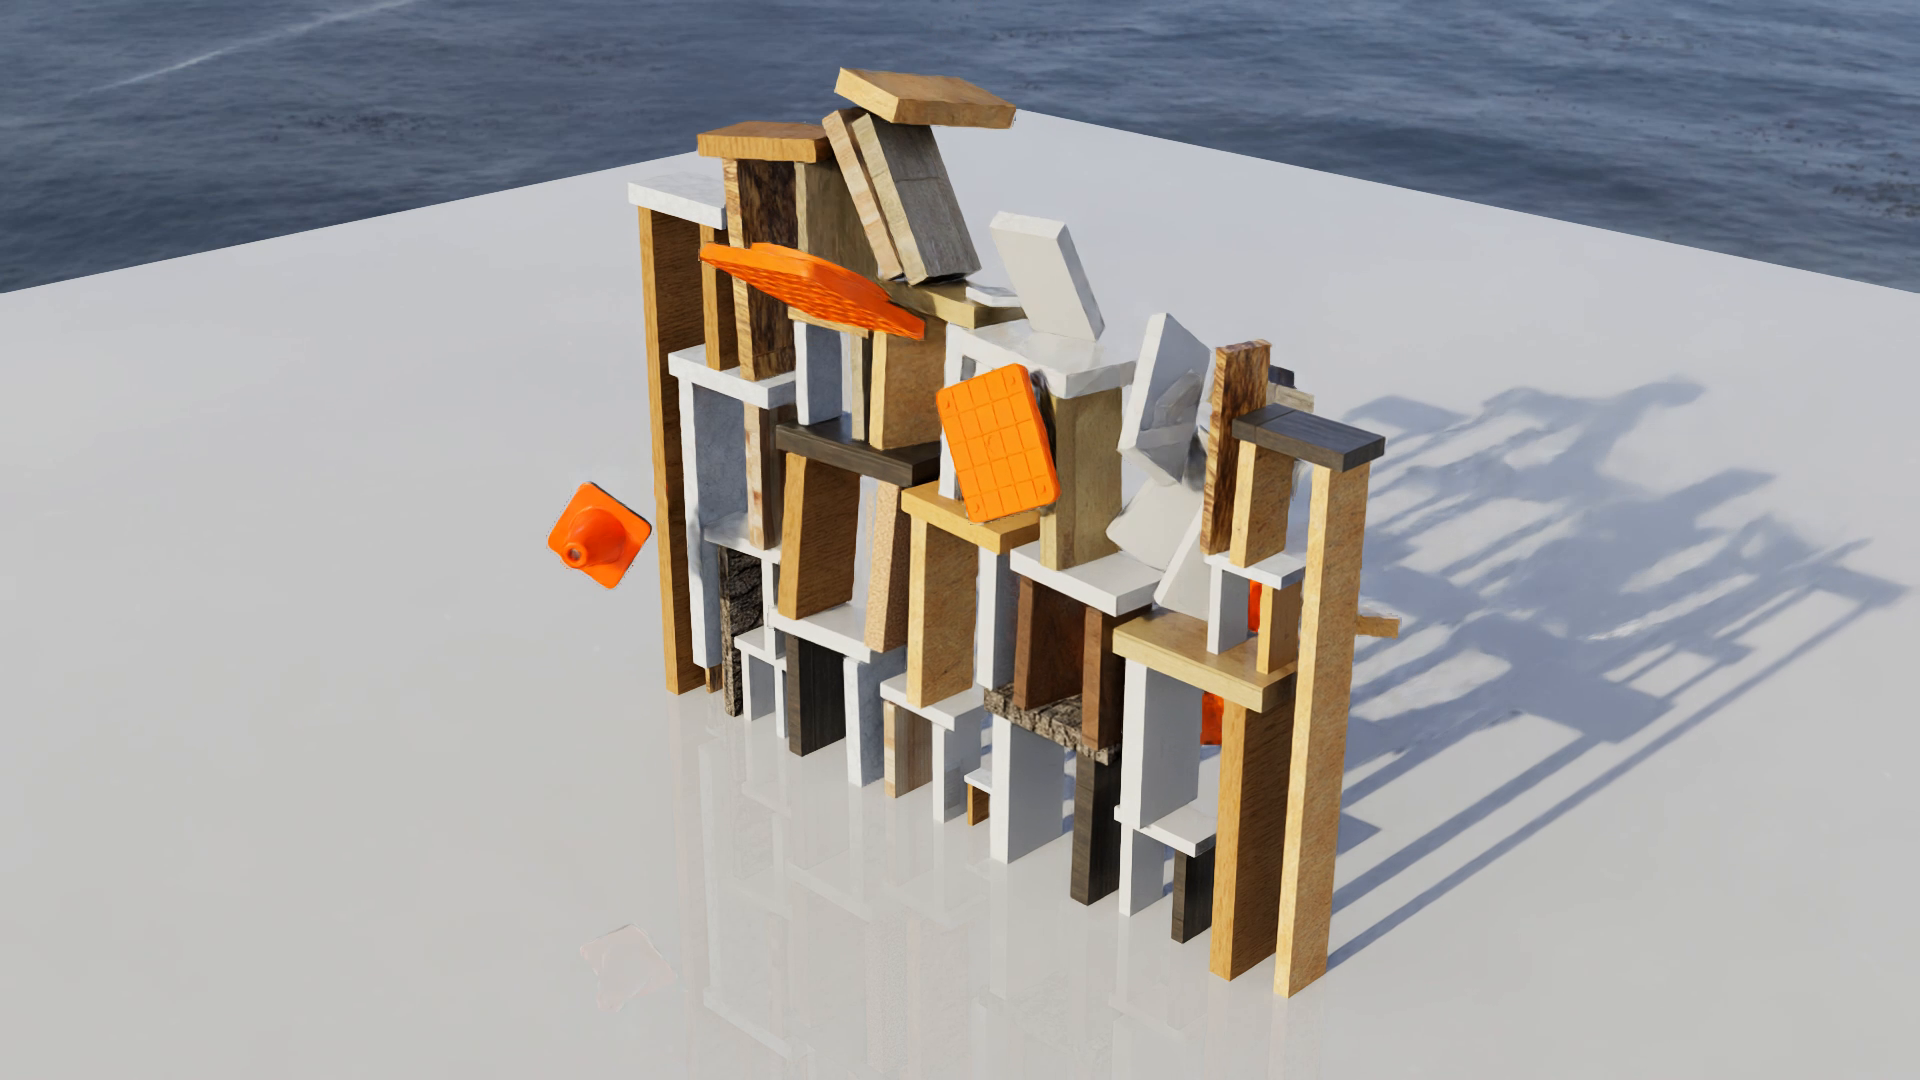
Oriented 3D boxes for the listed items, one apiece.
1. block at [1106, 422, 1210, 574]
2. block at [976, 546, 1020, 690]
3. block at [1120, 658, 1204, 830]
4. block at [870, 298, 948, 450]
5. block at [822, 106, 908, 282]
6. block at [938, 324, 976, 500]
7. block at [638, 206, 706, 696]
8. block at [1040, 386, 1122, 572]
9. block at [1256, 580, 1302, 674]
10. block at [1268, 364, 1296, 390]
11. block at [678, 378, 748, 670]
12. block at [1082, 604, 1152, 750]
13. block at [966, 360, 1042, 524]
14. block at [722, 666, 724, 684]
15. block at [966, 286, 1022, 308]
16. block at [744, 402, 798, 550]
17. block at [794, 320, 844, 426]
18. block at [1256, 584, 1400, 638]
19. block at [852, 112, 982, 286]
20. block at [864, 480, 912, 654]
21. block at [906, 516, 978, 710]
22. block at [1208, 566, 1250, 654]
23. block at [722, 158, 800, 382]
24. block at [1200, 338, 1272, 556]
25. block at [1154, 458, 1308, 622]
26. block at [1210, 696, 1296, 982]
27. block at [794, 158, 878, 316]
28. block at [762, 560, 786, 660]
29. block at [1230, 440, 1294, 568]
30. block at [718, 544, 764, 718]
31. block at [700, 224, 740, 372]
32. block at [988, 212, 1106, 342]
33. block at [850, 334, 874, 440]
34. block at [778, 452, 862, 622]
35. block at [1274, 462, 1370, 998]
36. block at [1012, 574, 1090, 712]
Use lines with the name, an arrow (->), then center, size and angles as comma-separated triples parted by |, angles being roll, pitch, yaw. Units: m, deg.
block -> 0.389, -0.071, 3.909 | 0.127, 0.255, 0.036 | 34, 15, -18
block -> 0.101, 0.127, 4.167 | 0.144, 0.288, 0.041 | -20, 31, -41
block -> 0.366, 0.343, 3.972 | 0.047, 0.330, 0.165 | 22, 31, 40
block -> -0.100, -0.330, 4.302 | 0.146, 0.292, 0.041 | -11, 24, -36
block -> -0.136, -0.667, 4.208 | 0.047, 0.330, 0.165 | -22, -1, 40
block -> 0.037, -0.248, 4.145 | 0.146, 0.328, 0.041 | -11, 21, -41
block -> -0.595, -0.191, 4.784 | 0.151, 1.115, 0.043 | -21, 31, -41
block -> 0.215, -0.118, 3.898 | 0.153, 0.324, 0.043 | -17, 26, -34
block -> 0.538, 0.138, 3.705 | 0.023, 0.161, 0.081 | 21, 31, 40
block -> 0.548, -0.258, 3.910 | 0.091, 0.026, 0.183 | 16, 33, -3
block -> -0.517, -0.050, 4.764 | 0.045, 0.664, 0.159 | 21, 31, 41
block -> 0.281, 0.229, 3.947 | 0.039, 0.273, 0.136 | 22, 32, 40
block -> 0.091, -0.195, 4.055 | 0.153, 0.307, 0.043 | -19, 33, -39
block -> -0.507, 0.313, 4.908 | 0.013, 0.091, 0.045 | 21, 31, 41
block -> 0.066, -0.448, 4.049 | 0.068, 0.019, 0.137 | -2, 15, -20
block -> -0.366, -0.151, 4.558 | 0.045, 0.318, 0.159 | 21, 31, 40
block -> -0.284, -0.344, 4.425 | 0.029, 0.208, 0.104 | 13, 22, 37
block -> 0.751, 0.143, 4.515 | 0.135, 0.038, 0.347 | 6, 7, -21
block -> -0.081, -0.654, 4.189 | 0.047, 0.330, 0.165 | -22, -4, 40
block -> -0.102, 0.034, 4.394 | 0.050, 0.354, 0.177 | 20, 25, 33
block -> -0.034, 0.124, 4.325 | 0.144, 0.405, 0.041 | -20, 32, -40
block -> 0.462, 0.109, 3.775 | 0.023, 0.161, 0.081 | 21, 31, 40
block -> -0.386, -0.554, 4.409 | 0.042, 0.449, 0.150 | 17, 28, 42
block -> 0.456, -0.151, 3.654 | 0.091, 0.366, 0.026 | -13, 30, -28
block -> 0.469, -0.015, 3.818 | 0.127, 0.331, 0.036 | 19, 20, -21
block -> 0.522, 0.504, 3.871 | 0.047, 0.548, 0.165 | 21, 31, 41
block -> -0.239, -0.599, 4.289 | 0.150, 0.300, 0.042 | -13, 26, -27
block -> -0.365, 0.132, 4.667 | 0.032, 0.225, 0.112 | 20, 30, 39
block -> 0.503, -0.073, 3.653 | 0.111, 0.222, 0.031 | -21, 34, -41
block -> -0.468, 0.178, 4.805 | 0.113, 0.418, 0.032 | -21, 31, -40
block -> -0.452, -0.510, 4.494 | 0.043, 0.302, 0.151 | 21, 31, 41
block -> 0.155, -0.461, 3.861 | 0.135, 0.270, 0.038 | 15, 61, 30
block -> -0.170, -0.311, 4.349 | 0.029, 0.208, 0.104 | 12, 21, 36
block -> -0.288, -0.026, 4.528 | 0.050, 0.354, 0.177 | 20, 25, 34
block -> 0.607, 0.327, 3.709 | 0.111, 1.001, 0.031 | -21, 32, -41
block -> 0.172, 0.174, 4.076 | 0.136, 0.273, 0.039 | -15, 31, -31
